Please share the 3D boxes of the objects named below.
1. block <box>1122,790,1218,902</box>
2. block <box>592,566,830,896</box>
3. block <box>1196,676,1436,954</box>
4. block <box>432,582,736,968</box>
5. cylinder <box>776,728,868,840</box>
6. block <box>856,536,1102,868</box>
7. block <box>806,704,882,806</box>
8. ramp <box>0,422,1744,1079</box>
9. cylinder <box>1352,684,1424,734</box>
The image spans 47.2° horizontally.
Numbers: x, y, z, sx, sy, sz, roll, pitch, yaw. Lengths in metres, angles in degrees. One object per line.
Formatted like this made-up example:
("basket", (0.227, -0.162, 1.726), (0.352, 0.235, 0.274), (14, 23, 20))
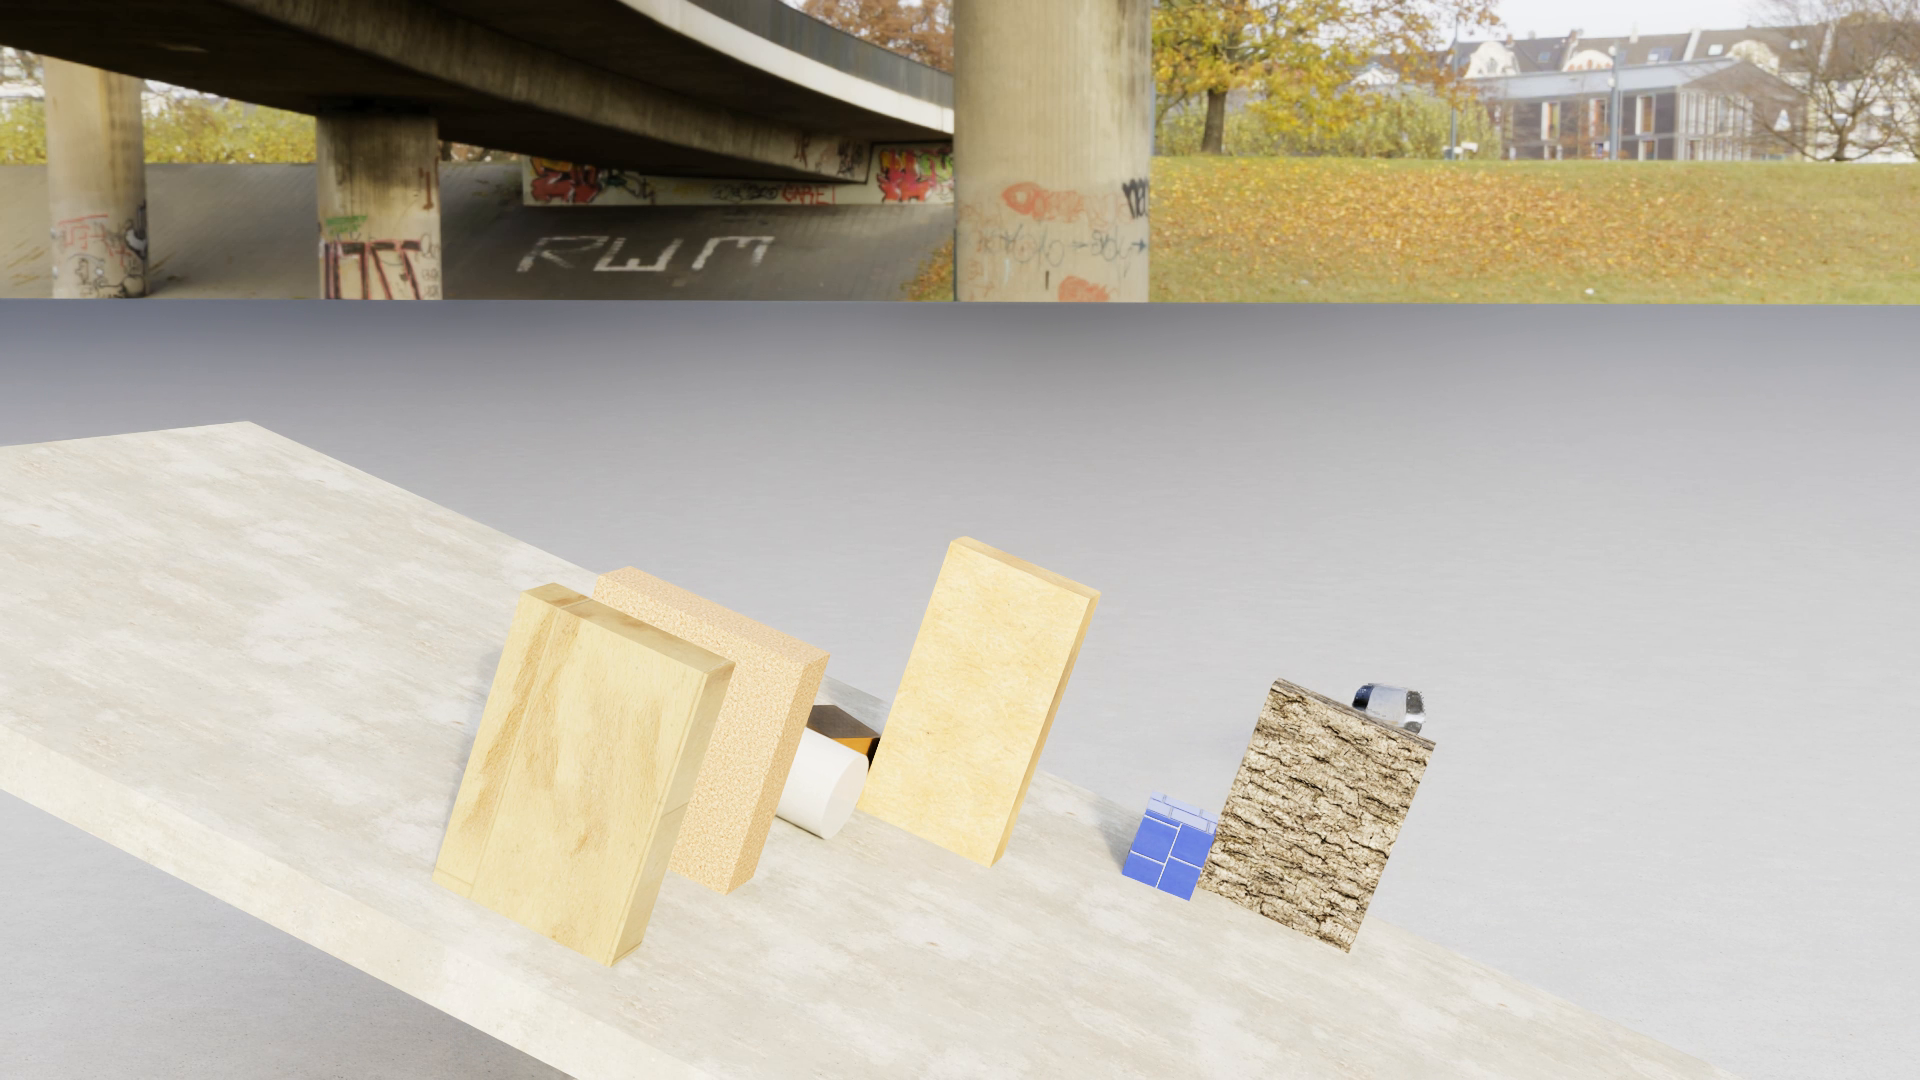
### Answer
("block", (0.446, 0.644, 4.649), (0.151, 0.151, 0.151), (21, 12, 6))
("block", (-0.497, 0.331, 3.868), (0.405, 0.439, 0.126), (23, 13, 13))
("block", (0.746, 0.579, 4.640), (0.354, 0.472, 0.086), (23, 13, 13))
("block", (-0.591, 0.364, 3.438), (0.329, 0.500, 0.108), (23, 13, 13))
("cylinder", (-0.298, 0.459, 4.242), (0.177, 0.177, 0.177), (24, 14, 17))
("block", (0.035, 0.322, 4.389), (0.299, 0.585, 0.098), (23, 13, 13))
("block", (-0.278, 0.435, 4.437), (0.152, 0.152, 0.152), (29, 15, 37))
("ramp", (-0.331, 0.605, 4.210), (4.000, 0.100, 2.000), (23, 13, 13))
("cylinder", (1.706, 0.692, 8.772), (0.210, 0.210, 0.210), (6, 9, 40))
